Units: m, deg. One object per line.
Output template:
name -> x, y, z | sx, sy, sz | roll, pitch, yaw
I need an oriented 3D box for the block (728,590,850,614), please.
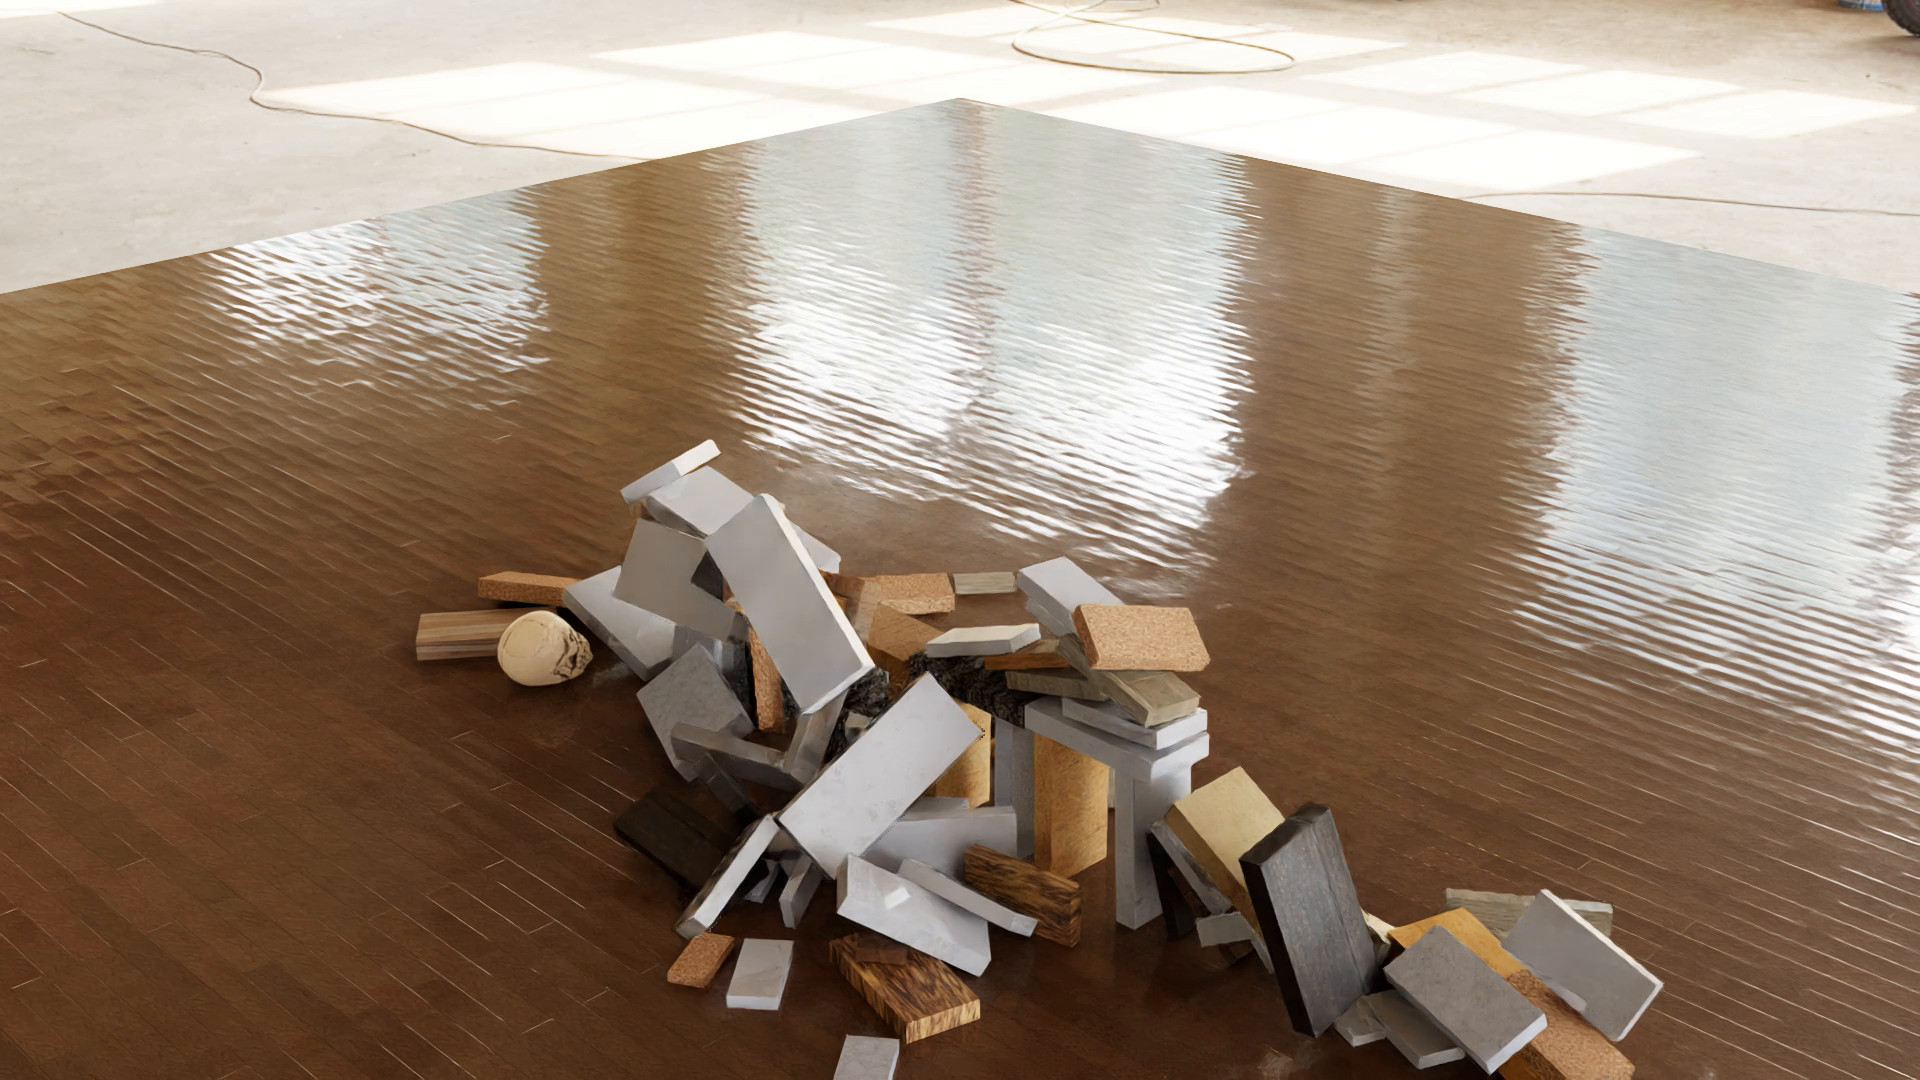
block -> -0.344, 0.126, 4.424 | 0.225, 0.113, 0.032 | 23, 2, 21

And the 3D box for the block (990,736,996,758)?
block -> 0.182, 0.441, 4.682 | 0.216, 0.031, 0.108 | 8, 24, 19

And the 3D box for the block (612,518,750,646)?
block -> -0.572, 0.086, 4.645 | 0.359, 0.180, 0.051 | 18, 0, 38

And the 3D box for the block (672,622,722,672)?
block -> -0.578, 0.198, 4.928 | 0.040, 0.282, 0.141 | 27, 33, 29

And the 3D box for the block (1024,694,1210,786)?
block -> 0.287, 0.352, 4.061 | 0.158, 0.045, 0.317 | -21, 30, -40

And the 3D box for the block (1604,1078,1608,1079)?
block -> 1.075, 0.907, 3.344 | 0.254, 0.036, 0.127 | 0, 54, 51

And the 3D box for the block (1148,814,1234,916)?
block -> 0.440, 0.576, 3.997 | 0.100, 0.028, 0.201 | -29, 80, -43

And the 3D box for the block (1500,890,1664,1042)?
block -> 1.032, 0.707, 3.660 | 0.242, 0.121, 0.034 | 41, 18, 31

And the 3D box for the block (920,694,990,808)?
block -> -0.009, 0.405, 4.408 | 0.044, 0.310, 0.155 | 21, 31, 40

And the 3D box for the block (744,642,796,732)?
block -> -0.407, 0.286, 4.785 | 0.117, 0.234, 0.033 | -21, 27, -41

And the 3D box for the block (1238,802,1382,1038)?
block -> 0.586, 0.633, 3.664 | 0.175, 0.351, 0.050 | -33, 25, -30

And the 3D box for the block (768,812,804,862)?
block -> -0.264, 0.557, 4.218 | 0.199, 0.028, 0.099 | -8, 42, 9

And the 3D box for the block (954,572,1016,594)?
block -> 0.061, 0.107, 5.482 | 0.150, 0.021, 0.075 | -2, 23, -5

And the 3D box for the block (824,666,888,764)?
block -> -0.219, 0.328, 4.611 | 0.042, 0.294, 0.147 | 21, 31, 41

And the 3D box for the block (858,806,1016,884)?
block -> -0.049, 0.593, 4.158 | 0.310, 0.155, 0.044 | -3, 14, -8

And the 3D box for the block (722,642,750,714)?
block -> -0.454, 0.242, 4.828 | 0.141, 0.282, 0.040 | -19, 32, -39

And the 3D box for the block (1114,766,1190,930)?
block -> 0.357, 0.545, 4.069 | 0.158, 0.317, 0.045 | -21, 28, -40

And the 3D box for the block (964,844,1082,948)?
block -> 0.115, 0.655, 4.062 | 0.238, 0.119, 0.034 | 16, 30, 34

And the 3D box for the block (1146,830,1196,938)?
block -> 0.406, 0.617, 4.051 | 0.100, 0.201, 0.028 | -21, 13, -40

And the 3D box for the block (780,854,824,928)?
block -> -0.289, 0.635, 4.097 | 0.023, 0.081, 0.163 | 11, 44, 17

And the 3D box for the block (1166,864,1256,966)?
block -> 0.472, 0.663, 4.003 | 0.100, 0.028, 0.201 | -21, 71, -40

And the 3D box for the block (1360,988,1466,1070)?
block -> 0.773, 0.833, 3.761 | 0.093, 0.026, 0.185 | -8, 24, -21

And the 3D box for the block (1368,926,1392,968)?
block -> 0.711, 0.739, 3.850 | 0.016, 0.114, 0.057 | 20, 13, -23

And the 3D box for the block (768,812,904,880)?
block -> -0.241, 0.563, 4.256 | 0.253, 0.036, 0.126 | -28, 40, -13

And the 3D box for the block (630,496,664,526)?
block -> -0.590, -0.041, 4.959 | 0.180, 0.051, 0.360 | -13, 26, -29

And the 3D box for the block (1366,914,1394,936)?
block -> 0.771, 0.710, 3.932 | 0.114, 0.016, 0.057 | 28, 17, 23

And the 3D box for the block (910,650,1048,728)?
block -> 0.065, 0.270, 4.272 | 0.155, 0.044, 0.310 | -21, 31, -40

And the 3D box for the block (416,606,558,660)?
block -> -1.113, 0.219, 5.188 | 0.319, 0.045, 0.159 | -3, 23, -8

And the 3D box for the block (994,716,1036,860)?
block -> 0.138, 0.461, 4.276 | 0.044, 0.311, 0.155 | 21, 31, 40

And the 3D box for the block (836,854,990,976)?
block -> -0.084, 0.673, 3.949 | 0.288, 0.041, 0.144 | 26, 19, -13

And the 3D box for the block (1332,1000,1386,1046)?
block -> 0.673, 0.824, 3.795 | 0.064, 0.018, 0.129 | -9, 25, -20

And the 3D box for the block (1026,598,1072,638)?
block -> 0.231, 0.163, 4.133 | 0.102, 0.029, 0.203 | -19, 47, -40

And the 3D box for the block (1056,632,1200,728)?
block -> 0.303, 0.242, 3.972 | 0.125, 0.035, 0.250 | -13, 39, -36

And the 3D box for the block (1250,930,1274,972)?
block -> 0.556, 0.725, 3.959 | 0.057, 0.016, 0.114 | 0, 44, -33

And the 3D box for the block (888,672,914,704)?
block -> -0.079, 0.381, 4.484 | 0.147, 0.294, 0.042 | -21, 32, -41

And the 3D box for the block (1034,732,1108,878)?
block -> 0.213, 0.489, 4.202 | 0.158, 0.317, 0.045 | -21, 30, -40

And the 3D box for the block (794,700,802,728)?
block -> -0.297, 0.329, 4.684 | 0.117, 0.234, 0.033 | -21, 27, -40

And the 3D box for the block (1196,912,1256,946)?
block -> 0.472, 0.691, 3.913 | 0.097, 0.049, 0.014 | -12, 7, 15

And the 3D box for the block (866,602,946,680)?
block -> -0.156, 0.197, 4.489 | 0.147, 0.042, 0.294 | -20, 30, -38

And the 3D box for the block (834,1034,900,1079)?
block -> -0.159, 0.886, 3.639 | 0.090, 0.025, 0.179 | 3, 23, 7
